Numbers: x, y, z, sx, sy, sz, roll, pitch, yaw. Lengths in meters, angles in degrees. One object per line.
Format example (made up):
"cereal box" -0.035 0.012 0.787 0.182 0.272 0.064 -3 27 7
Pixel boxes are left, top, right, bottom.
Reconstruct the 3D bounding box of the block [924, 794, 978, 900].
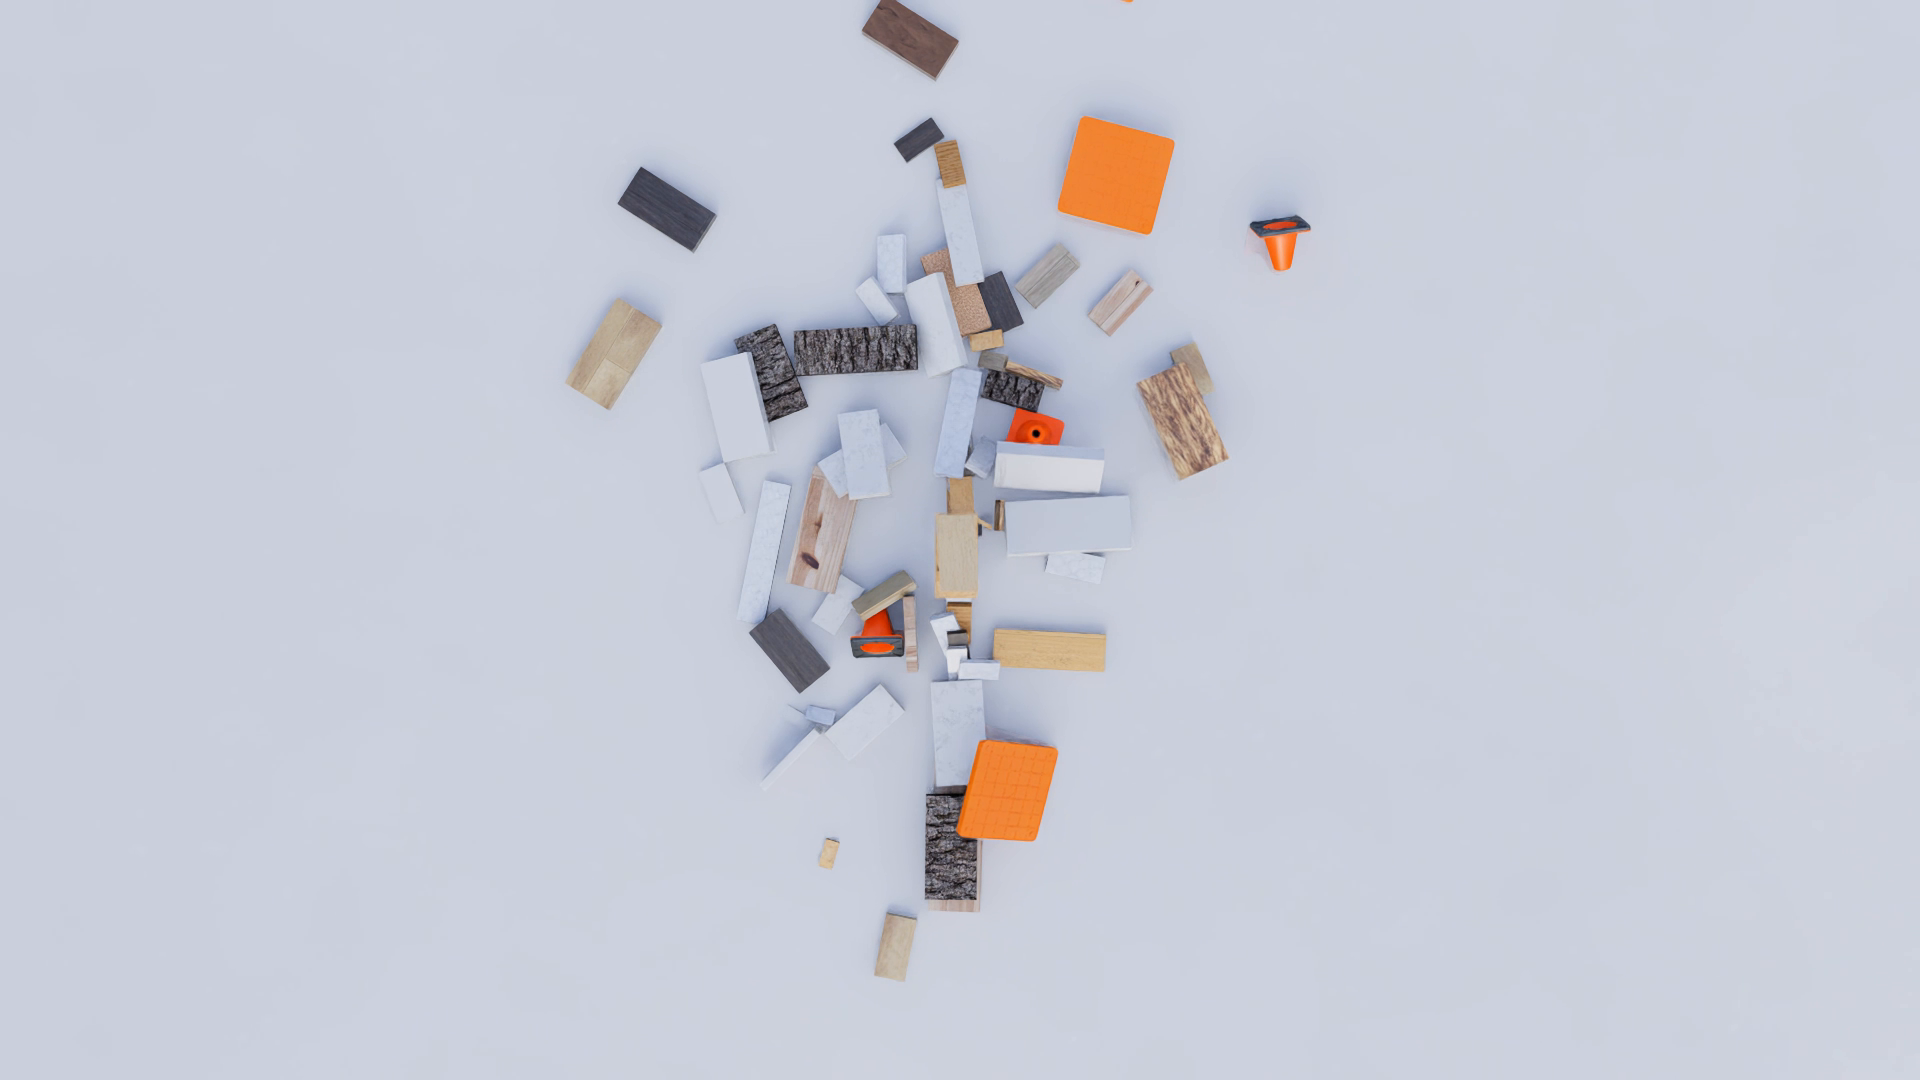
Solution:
"block" -0.029 1.009 5.428 0.170 0.048 0.340 1 90 0

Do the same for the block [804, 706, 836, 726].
"block" -0.464 0.584 5.485 0.094 0.013 0.047 13 67 0

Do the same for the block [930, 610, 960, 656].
"block" -0.036 0.309 5.438 0.081 0.023 0.161 -15 125 10

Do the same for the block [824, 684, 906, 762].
"block" -0.316 0.605 5.482 0.247 0.035 0.124 -41 90 0

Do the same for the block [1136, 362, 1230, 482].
"block" 0.731 -0.389 5.420 0.175 0.050 0.350 -24 86 0

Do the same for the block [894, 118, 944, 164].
"block" -0.136 -1.330 5.489 0.153 0.022 0.077 -35 90 0

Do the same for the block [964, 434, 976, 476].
"block" 0.008 -0.283 5.459 0.077 0.022 0.155 -5 72 -1

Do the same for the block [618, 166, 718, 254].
"block" -0.972 -1.096 5.479 0.293 0.042 0.147 32 90 0

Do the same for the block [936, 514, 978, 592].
"block" -0.007 0.039 4.948 0.114 0.032 0.228 -3 89 0

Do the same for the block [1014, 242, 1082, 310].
"block" 0.291 -0.878 5.485 0.210 0.030 0.105 -44 90 0

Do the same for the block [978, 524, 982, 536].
"block" 0.002 -0.031 5.365 0.135 0.269 0.038 0 90 0

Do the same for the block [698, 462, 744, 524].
"block" -0.792 -0.155 5.487 0.092 0.026 0.184 -22 90 0

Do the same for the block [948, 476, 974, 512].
"block" 0.007 -0.131 5.417 0.075 0.021 0.150 -4 82 0

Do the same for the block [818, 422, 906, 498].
"block" -0.323 -0.263 5.447 0.264 0.037 0.132 -32 80 -10

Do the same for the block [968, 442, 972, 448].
"block" -0.006 -0.382 5.467 0.077 0.022 0.155 -3 73 0

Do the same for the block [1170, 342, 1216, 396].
"block" 0.774 -0.561 5.487 0.089 0.025 0.177 -23 90 0

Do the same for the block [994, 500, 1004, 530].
"block" 0.131 -0.082 5.474 0.014 0.051 0.102 3 90 -19

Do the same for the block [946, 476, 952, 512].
"block" -0.007 -0.152 5.461 0.075 0.021 0.150 -1 67 0

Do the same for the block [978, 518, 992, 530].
"block" 0.059 -0.065 5.475 0.102 0.051 0.014 30 90 0

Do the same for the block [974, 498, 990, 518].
"block" 0.042 -0.117 5.493 0.102 0.014 0.051 21 90 0

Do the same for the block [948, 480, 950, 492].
"block" -0.006 -0.235 5.466 0.075 0.021 0.150 -2 72 0

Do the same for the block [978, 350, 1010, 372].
"block" 0.109 -0.592 5.457 0.111 0.016 0.055 17 90 41

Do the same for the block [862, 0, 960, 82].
"block" -0.164 -1.669 5.479 0.292 0.041 0.146 33 90 0

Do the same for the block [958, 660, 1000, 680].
"block" 0.063 0.429 5.452 0.132 0.019 0.066 2 121 -8

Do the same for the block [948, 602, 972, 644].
"block" -0.003 0.275 5.442 0.081 0.023 0.161 1 127 0

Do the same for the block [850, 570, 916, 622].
"block" -0.252 0.183 5.437 0.208 0.104 0.029 -32 119 -6

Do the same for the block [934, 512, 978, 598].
"block" -0.011 0.048 5.211 0.135 0.038 0.269 0 90 0

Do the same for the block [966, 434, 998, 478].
"block" 0.078 -0.275 5.435 0.077 0.022 0.155 32 45 -4

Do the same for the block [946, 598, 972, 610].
"block" -0.004 0.198 5.420 0.081 0.161 0.023 1 72 0

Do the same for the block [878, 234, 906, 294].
"block" -0.226 -0.914 5.466 0.095 0.027 0.190 0 90 27

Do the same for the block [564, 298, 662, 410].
"block" -1.149 -0.617 5.476 0.166 0.047 0.333 32 90 0

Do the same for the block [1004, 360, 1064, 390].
"block" 0.245 -0.544 5.452 0.193 0.096 0.027 20 90 0
